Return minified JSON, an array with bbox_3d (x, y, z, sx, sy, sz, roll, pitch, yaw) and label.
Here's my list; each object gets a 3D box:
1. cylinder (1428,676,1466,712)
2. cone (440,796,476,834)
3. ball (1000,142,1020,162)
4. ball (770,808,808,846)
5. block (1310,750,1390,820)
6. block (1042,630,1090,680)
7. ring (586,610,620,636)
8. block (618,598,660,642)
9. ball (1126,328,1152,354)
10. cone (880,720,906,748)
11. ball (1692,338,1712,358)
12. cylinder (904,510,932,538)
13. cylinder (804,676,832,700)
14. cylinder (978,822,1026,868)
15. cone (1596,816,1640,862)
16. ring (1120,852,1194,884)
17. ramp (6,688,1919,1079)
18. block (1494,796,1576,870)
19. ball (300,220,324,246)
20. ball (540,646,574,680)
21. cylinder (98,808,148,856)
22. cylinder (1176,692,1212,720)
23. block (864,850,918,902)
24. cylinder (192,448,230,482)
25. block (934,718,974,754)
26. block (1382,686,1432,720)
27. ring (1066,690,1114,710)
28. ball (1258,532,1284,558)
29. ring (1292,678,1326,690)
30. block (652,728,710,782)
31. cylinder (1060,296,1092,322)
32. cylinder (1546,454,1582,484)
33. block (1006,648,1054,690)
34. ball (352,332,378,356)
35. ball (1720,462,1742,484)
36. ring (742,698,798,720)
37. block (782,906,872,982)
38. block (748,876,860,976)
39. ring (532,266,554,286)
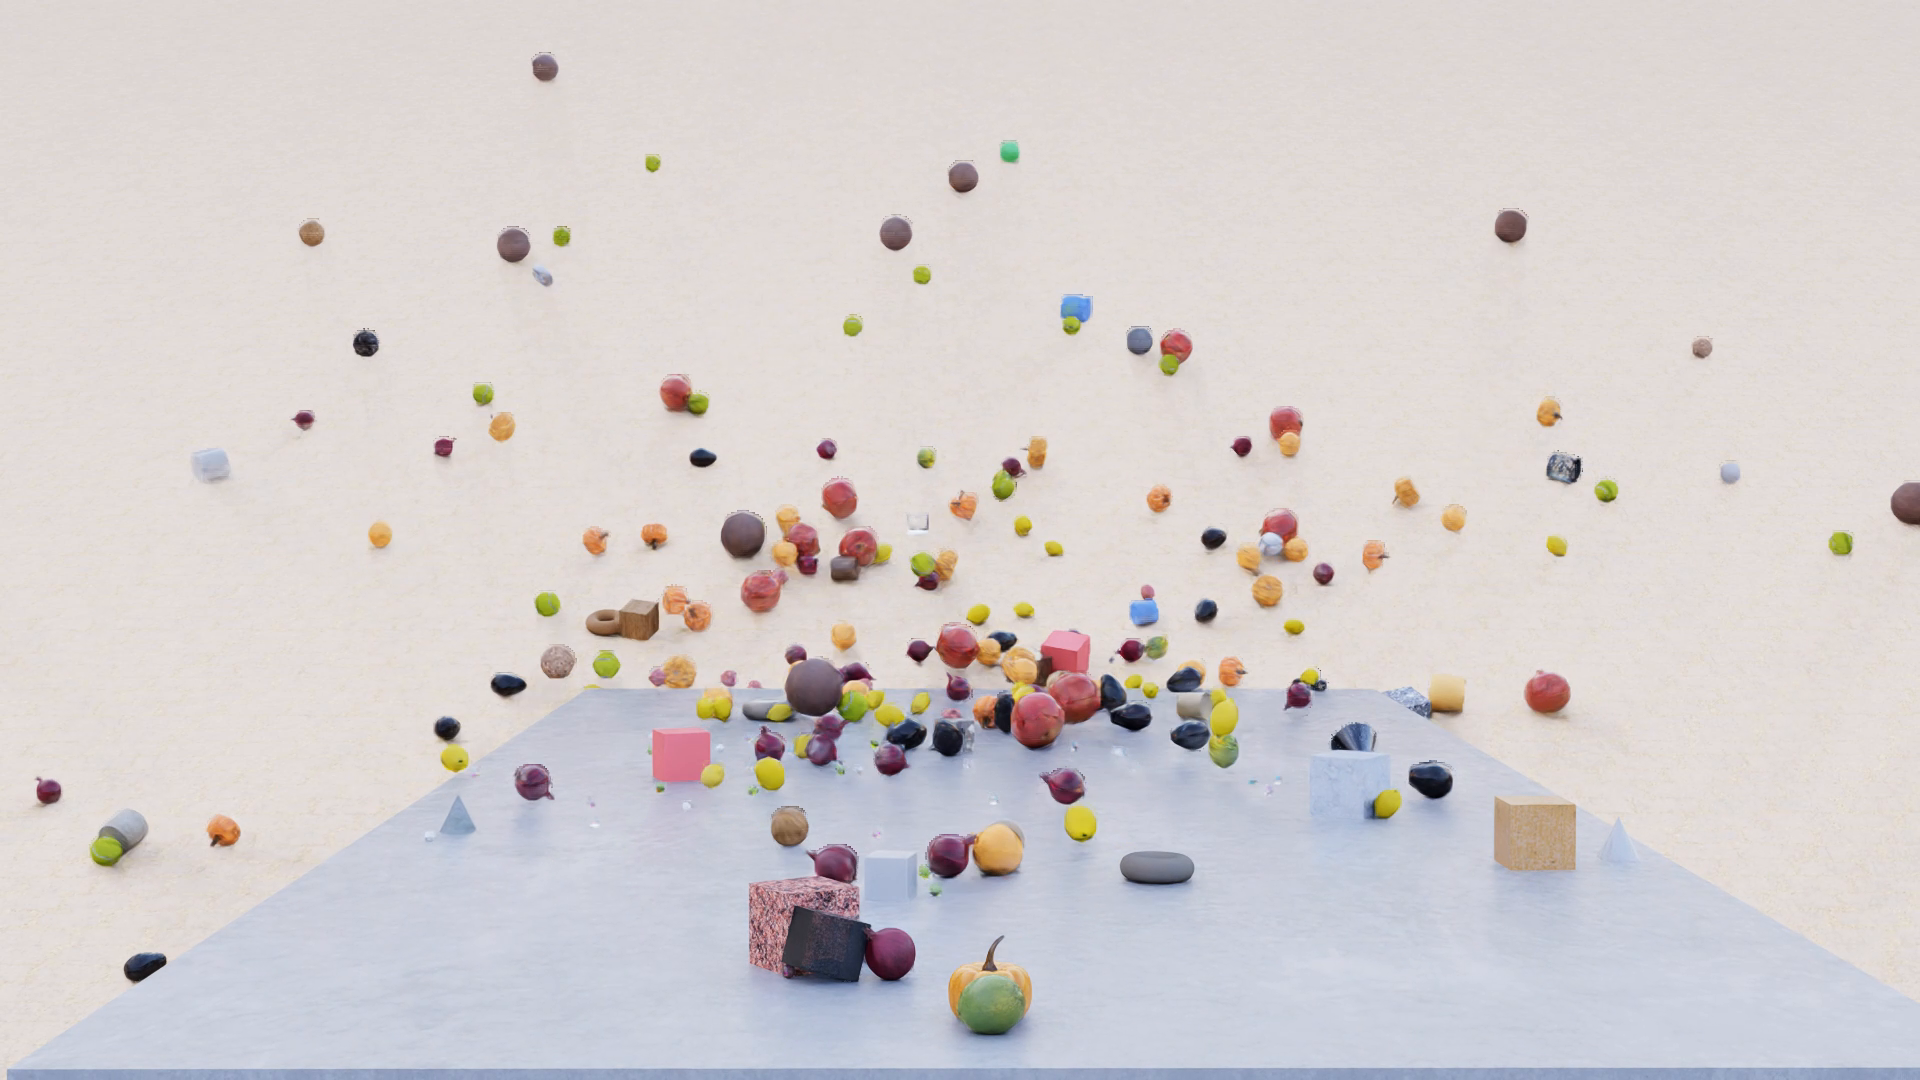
[{"bbox_3d":[1.252,0.396,6.625,0.087,0.087,0.087,2,24,17],"label":"cylinder"},{"bbox_3d":[-0.803,0.436,4.124,0.059,0.059,0.059,0,2,0],"label":"cone"},{"bbox_3d":[0.219,-1.701,11.309,0.089,0.089,0.089,0,24,0],"label":"ball"},{"bbox_3d":[-0.262,0.442,3.962,0.059,0.059,0.059,0,24,0],"label":"ball"},{"bbox_3d":[0.653,0.409,4.313,0.099,0.099,0.099,1,3,35],"label":"block"},{"bbox_3d":[0.279,0.309,6.803,0.100,0.100,0.100,10,26,21],"label":"block"},{"bbox_3d":[-0.969,0.225,7.067,0.116,0.039,0.116,-1,25,0],"label":"ring"},{"bbox_3d":[-0.876,0.218,7.032,0.080,0.080,0.080,7,25,16],"label":"block"},{"bbox_3d":[0.631,-0.700,9.065,0.094,0.094,0.094,0,24,0],"label":"ball"},{"bbox_3d":[-0.139,0.396,5.300,0.054,0.054,0.054,0,2,0],"label":"cone"},{"bbox_3d":[2.604,-0.673,9.036,0.069,0.069,0.069,0,24,0],"label":"ball"},{"bbox_3d":[-0.125,-0.047,7.645,0.059,0.059,0.059,-31,32,-11],"label":"cylinder"},{"bbox_3d":[-0.346,0.361,6.251,0.053,0.053,0.053,-4,23,-24],"label":"cylinder"},{"bbox_3d":[0.062,0.447,3.775,0.063,0.063,0.063,3,-3,8],"label":"cylinder"},{"bbox_3d":[0.983,0.443,3.847,0.063,0.063,0.063,0,2,0],"label":"cone"},{"bbox_3d":[0.280,0.465,3.658,0.106,0.035,0.106,1,1,0],"label":"ring"},{"bbox_3d":[0.055,0.500,4.546,2.000,0.100,4.000,0,2,0],"label":"ramp"},{"bbox_3d":[0.844,0.430,3.783,0.095,0.095,0.095,0,2,-2],"label":"block"},{"bbox_3d":[-2.569,-1.215,10.210,0.100,0.100,0.100,0,24,0],"label":"ball"},{"bbox_3d":[-1.052,0.321,6.726,0.087,0.087,0.087,0,24,0],"label":"ball"},{"bbox_3d":[-1.947,0.681,5.995,0.081,0.081,0.081,7,25,15],"label":"cylinder"},{"bbox_3d":[0.527,0.373,5.803,0.060,0.060,0.060,1,21,32],"label":"cylinder"},{"bbox_3d":[-0.094,0.458,3.512,0.059,0.059,0.059,0,2,13],"label":"block"},{"bbox_3d":[-2.336,-0.233,8.030,0.087,0.087,0.087,-18,30,-35],"label":"cylinder"},{"bbox_3d":[-0.012,0.395,5.211,0.063,0.063,0.063,-1,2,-22],"label":"block"},{"bbox_3d":[1.122,0.441,6.515,0.096,0.096,0.096,-10,26,-22],"label":"block"},{"bbox_3d":[0.307,0.376,6.069,0.116,0.039,0.116,0,4,0],"label":"ring"},{"bbox_3d":[0.900,0.015,7.462,0.072,0.072,0.072,0,24,0],"label":"ball"},{"bbox_3d":[0.885,0.364,6.521,0.087,0.029,0.087,1,1,0],"label":"ring"},{"bbox_3d":[-0.518,0.398,4.785,0.088,0.088,0.088,-1,2,-21],"label":"block"},{"bbox_3d":[0.423,-0.843,9.392,0.087,0.087,0.087,10,26,20],"label":"cylinder"},{"bbox_3d":[1.881,-0.224,8.017,0.078,0.078,0.078,17,29,35],"label":"cylinder"},{"bbox_3d":[0.183,0.337,6.742,0.081,0.081,0.081,18,16,35],"label":"block"},{"bbox_3d":[-2.086,-0.688,9.045,0.089,0.089,0.089,0,24,0],"label":"ball"},{"bbox_3d":[2.395,-0.209,8.004,0.065,0.065,0.065,0,24,0],"label":"ball"},{"bbox_3d":[-0.430,0.383,5.849,0.130,0.043,0.130,-1,2,0],"label":"ring"},{"bbox_3d":[-0.154,0.465,2.973,0.067,0.067,0.067,18,-8,-32],"label":"block"},{"bbox_3d":[-0.185,0.456,3.050,0.096,0.096,0.096,-1,2,-33],"label":"block"},{"bbox_3d":[-1.575,-0.997,9.724,0.097,0.097,0.032,19,57,36],"label":"ring"}]
